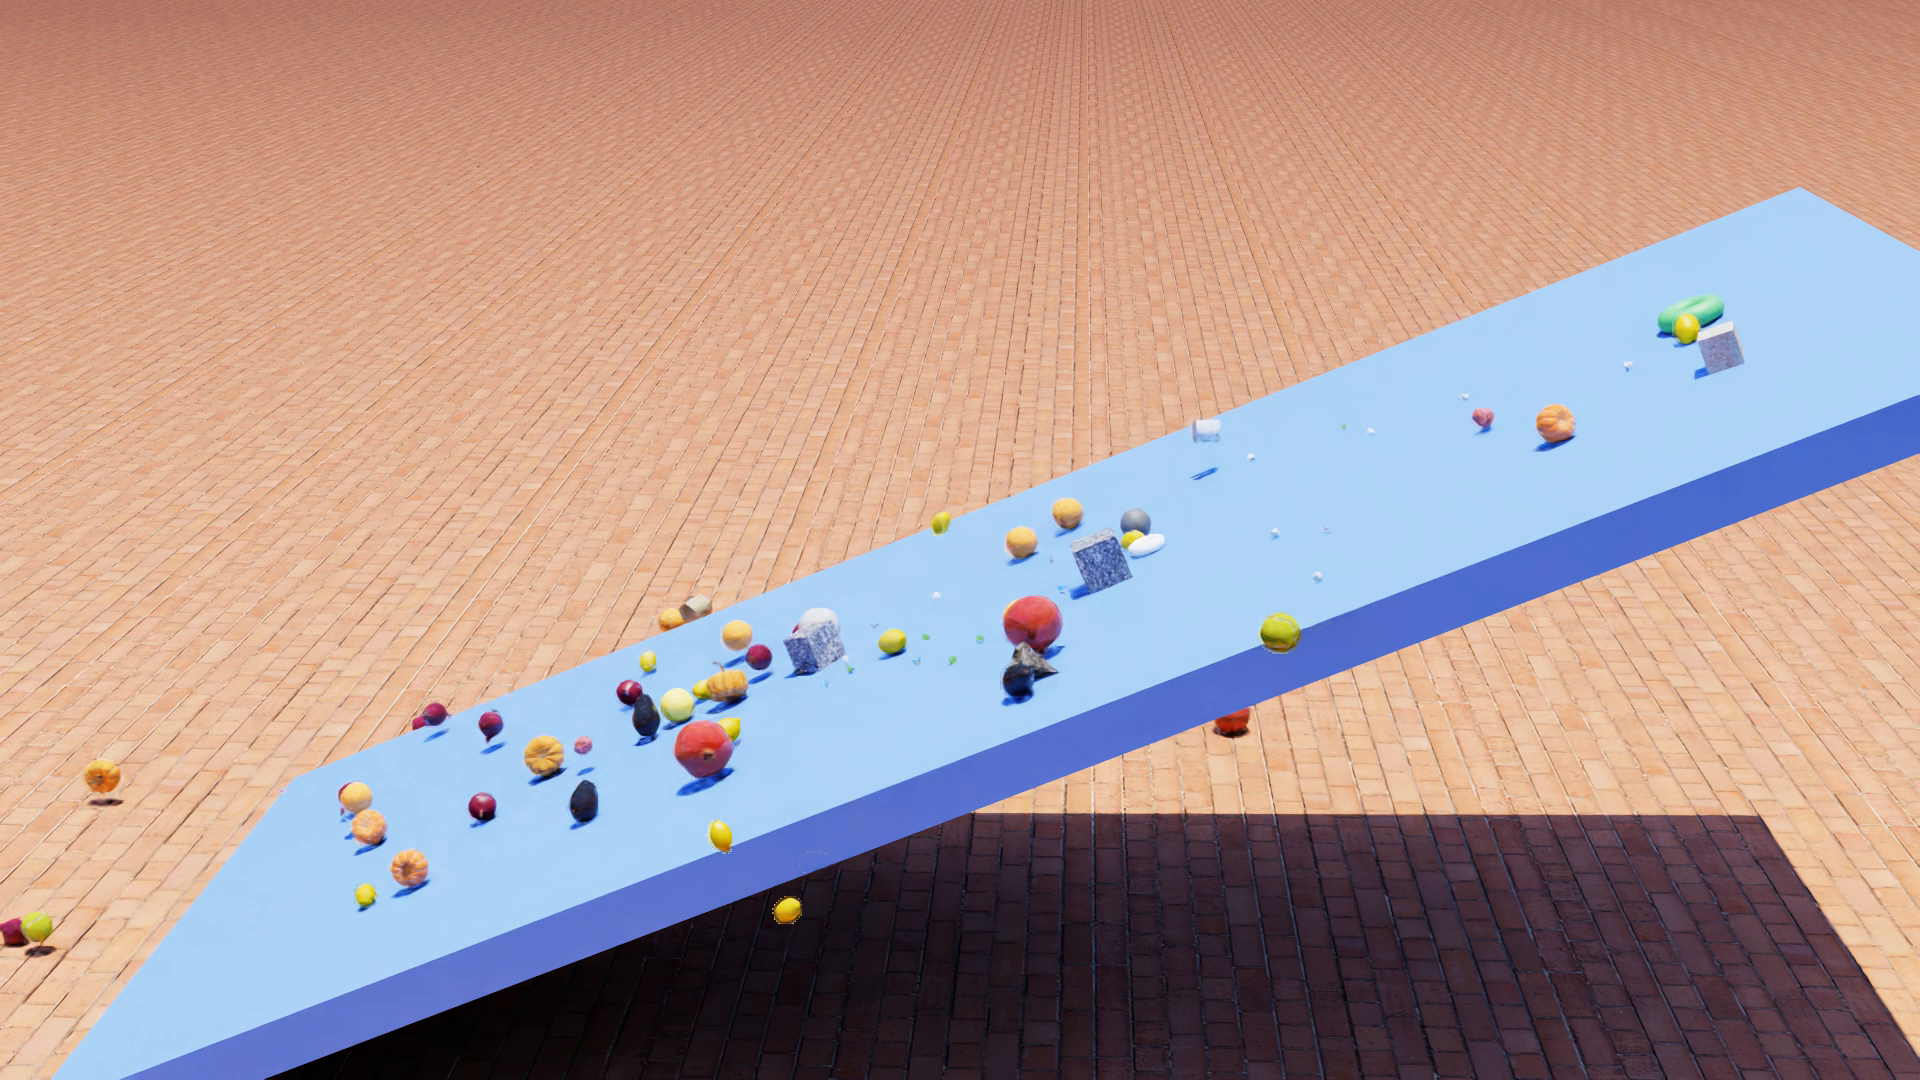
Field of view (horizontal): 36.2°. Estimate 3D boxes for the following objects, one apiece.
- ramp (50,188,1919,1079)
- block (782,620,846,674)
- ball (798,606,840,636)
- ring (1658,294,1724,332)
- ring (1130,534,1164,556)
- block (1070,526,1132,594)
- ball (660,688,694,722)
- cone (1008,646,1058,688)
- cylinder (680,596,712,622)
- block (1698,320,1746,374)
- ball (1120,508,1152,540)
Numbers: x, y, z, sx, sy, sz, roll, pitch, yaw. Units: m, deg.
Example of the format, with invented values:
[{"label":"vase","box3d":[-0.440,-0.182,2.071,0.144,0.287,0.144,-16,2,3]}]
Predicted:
[{"label":"ramp","box3d":[0.126,0.173,6.289,4.000,0.100,2.000,-21,12,7]},{"label":"block","box3d":[-0.316,0.233,6.399,0.082,0.082,0.082,-10,18,47]},{"label":"ball","box3d":[-0.310,0.194,6.499,0.093,0.093,0.093,0,14,0]},{"label":"ring","box3d":[1.531,-0.474,6.160,0.140,0.047,0.140,-21,11,4]},{"label":"ring","box3d":[0.394,0.011,6.193,0.081,0.027,0.081,-22,13,5]},{"label":"block","box3d":[0.291,0.042,6.083,0.096,0.096,0.096,-22,12,3]},{"label":"ball","box3d":[-0.616,0.361,6.415,0.075,0.075,0.075,0,14,0]},{"label":"cone","box3d":[0.151,0.244,5.609,0.086,0.086,0.086,-2,11,32]},{"label":"cylinder","box3d":[-0.675,0.179,7.516,0.060,0.060,0.060,13,15,41]},{"label":"block","box3d":[1.489,-0.376,5.754,0.071,0.071,0.071,-19,13,20]},{"label":"ball","box3d":[0.378,-0.035,6.320,0.068,0.068,0.068,0,14,0]}]
